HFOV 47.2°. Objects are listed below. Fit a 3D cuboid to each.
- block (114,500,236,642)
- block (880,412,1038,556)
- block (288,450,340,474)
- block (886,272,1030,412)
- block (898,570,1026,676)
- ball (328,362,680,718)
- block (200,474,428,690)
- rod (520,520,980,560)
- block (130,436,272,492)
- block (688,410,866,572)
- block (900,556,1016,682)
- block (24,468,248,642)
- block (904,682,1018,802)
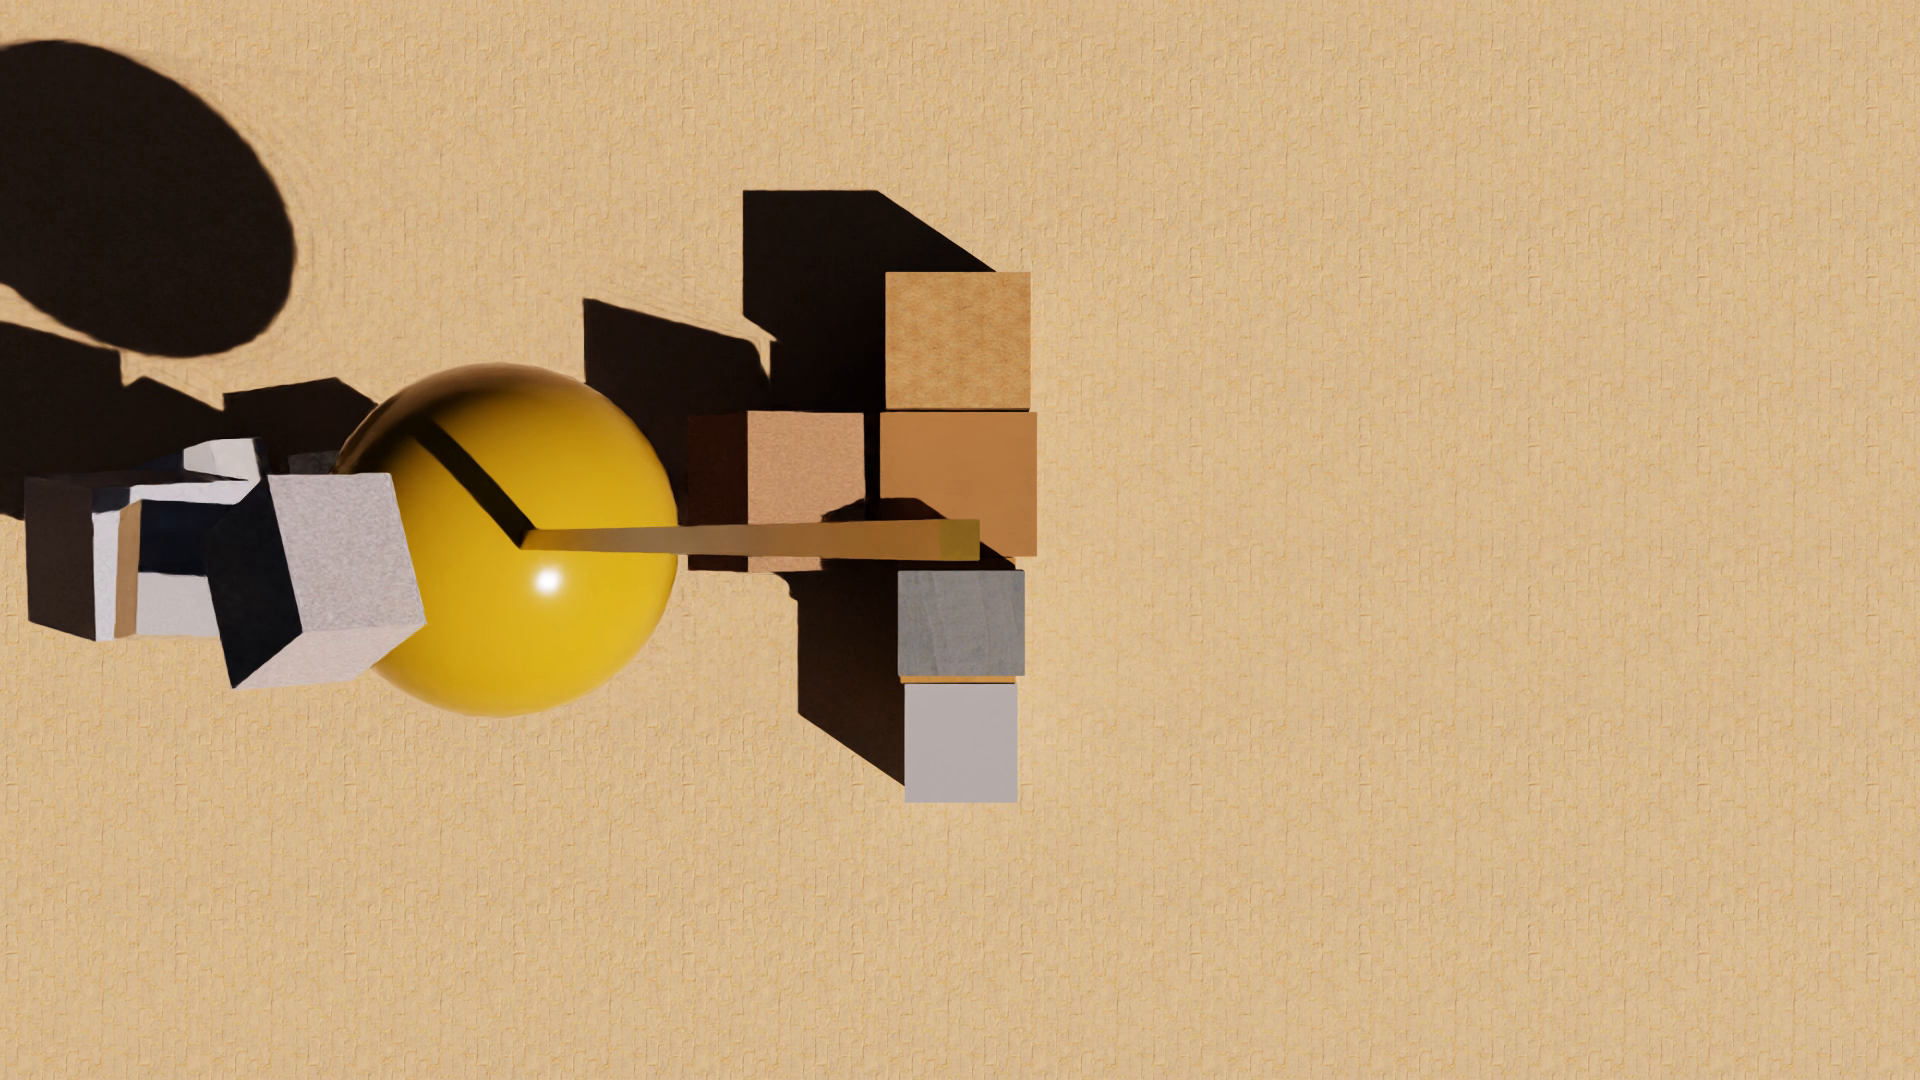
[{"bbox_3d":[-3.480,0.152,10.008,0.587,0.527,0.594,4,83,-30],"label":"block"},{"bbox_3d":[-0.007,-0.311,12.640,0.876,0.720,0.807,0,90,0],"label":"block"},{"bbox_3d":[-3.385,-0.157,12.682,0.703,0.609,0.723,-7,90,2],"label":"block"},{"bbox_3d":[-0.010,-1.099,12.535,0.796,0.931,0.744,0,90,0],"label":"block"},{"bbox_3d":[0.008,0.443,11.969,0.674,0.622,0.558,0,90,0],"label":"block"},{"bbox_3d":[-2.063,0.000,9.872,1.600,1.600,1.600,0,90,0],"label":"ball"},{"bbox_3d":[-2.635,0.167,8.935,0.662,0.539,0.659,-31,70,42],"label":"block"},{"bbox_3d":[-0.894,0.000,6.680,0.080,5.200,0.080,0,90,-20],"label":"rod"},{"bbox_3d":[-4.318,-0.238,12.675,0.546,0.518,0.559,-17,90,16],"label":"block"},{"bbox_3d":[-1.034,-0.268,12.351,0.748,0.686,0.871,-1,91,-35],"label":"block"},{"bbox_3d":[-0.010,0.448,12.640,0.642,0.719,0.696,0,90,0],"label":"block"},{"bbox_3d":[-4.430,0.058,11.845,0.846,0.882,0.793,-5,99,-44],"label":"block"},{"bbox_3d":[0.006,1.138,12.654,0.632,0.692,0.664,0,90,0],"label":"block"}]
